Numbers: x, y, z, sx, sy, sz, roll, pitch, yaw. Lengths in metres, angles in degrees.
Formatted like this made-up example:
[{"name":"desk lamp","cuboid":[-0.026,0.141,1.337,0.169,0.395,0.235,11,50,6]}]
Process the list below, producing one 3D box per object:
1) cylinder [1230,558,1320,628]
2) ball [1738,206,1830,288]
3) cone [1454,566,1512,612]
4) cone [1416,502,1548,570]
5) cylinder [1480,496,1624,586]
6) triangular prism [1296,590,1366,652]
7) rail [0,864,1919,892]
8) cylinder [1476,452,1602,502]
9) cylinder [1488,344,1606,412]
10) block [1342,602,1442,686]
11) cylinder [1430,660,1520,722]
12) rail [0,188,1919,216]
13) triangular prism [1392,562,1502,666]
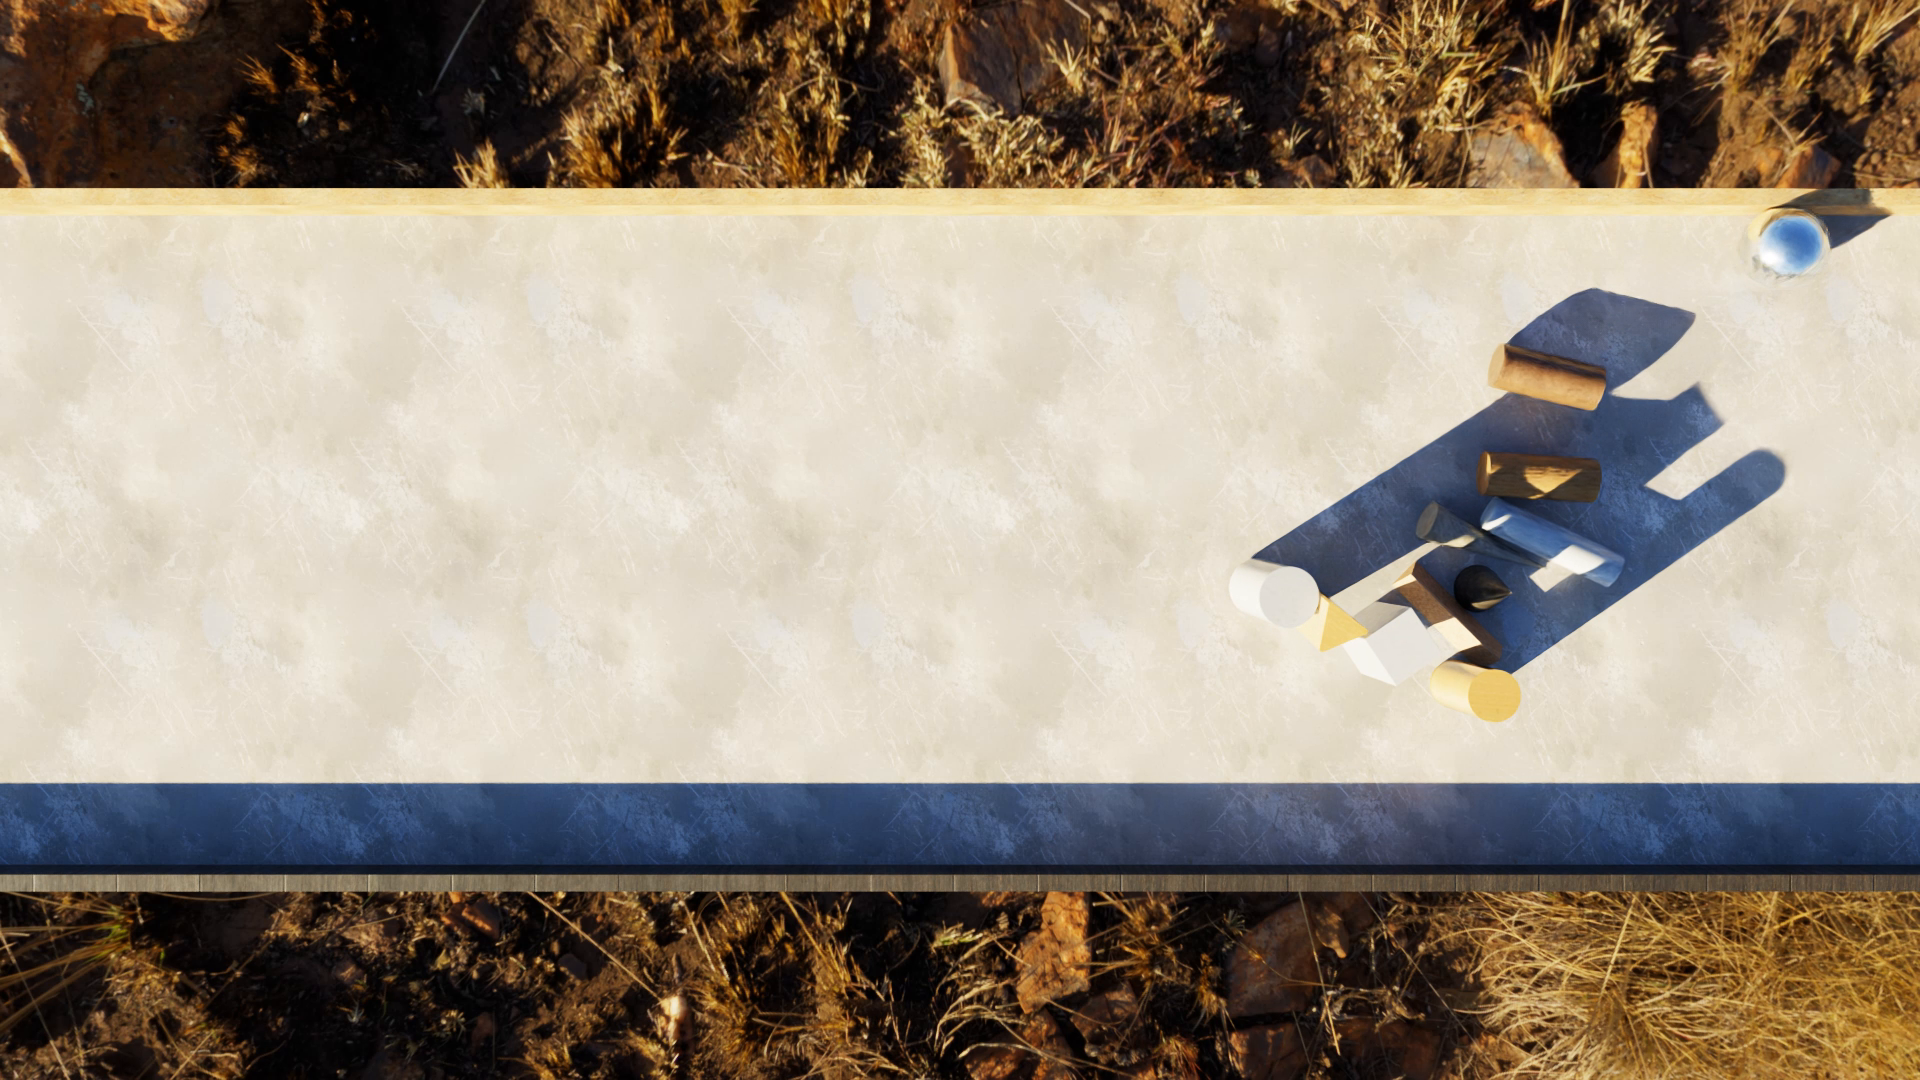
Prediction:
[{"name":"cylinder","cuboid":[0.931,0.155,4.907,0.179,0.319,0.179,0,94,-6]},{"name":"ball","cuboid":[2.474,-0.878,4.954,0.244,0.244,0.244,0,90,0]},{"name":"cone","cuboid":[1.593,0.152,4.915,0.147,0.322,0.147,0,91,0]},{"name":"cone","cuboid":[1.617,0.015,5.047,0.425,0.118,0.118,21,90,-8]},{"name":"cylinder","cuboid":[1.801,0.005,5.022,0.422,0.107,0.107,25,90,0]},{"name":"triangular prism","cuboid":[1.059,0.192,4.883,0.148,0.365,0.128,-23,105,0]},{"name":"rail","cuboid":[-2.247,1.025,5.001,12.000,0.150,0.050,0,90,0]},{"name":"cylinder","cuboid":[1.756,-0.192,5.009,0.334,0.134,0.134,4,90,0]},{"name":"cylinder","cuboid":[1.780,-0.494,5.009,0.314,0.136,0.136,13,90,0]},{"name":"block","cuboid":[1.258,0.301,4.876,0.160,0.399,0.160,-34,90,0]},{"name":"cylinder","cuboid":[1.521,0.444,4.884,0.152,0.384,0.152,0,90,0]},{"name":"rail","cuboid":[-2.247,-1.025,5.002,12.000,0.150,0.050,0,90,0]},{"name":"triangular prism","cuboid":[1.498,0.232,5.030,0.374,0.088,0.101,44,90,0]}]
